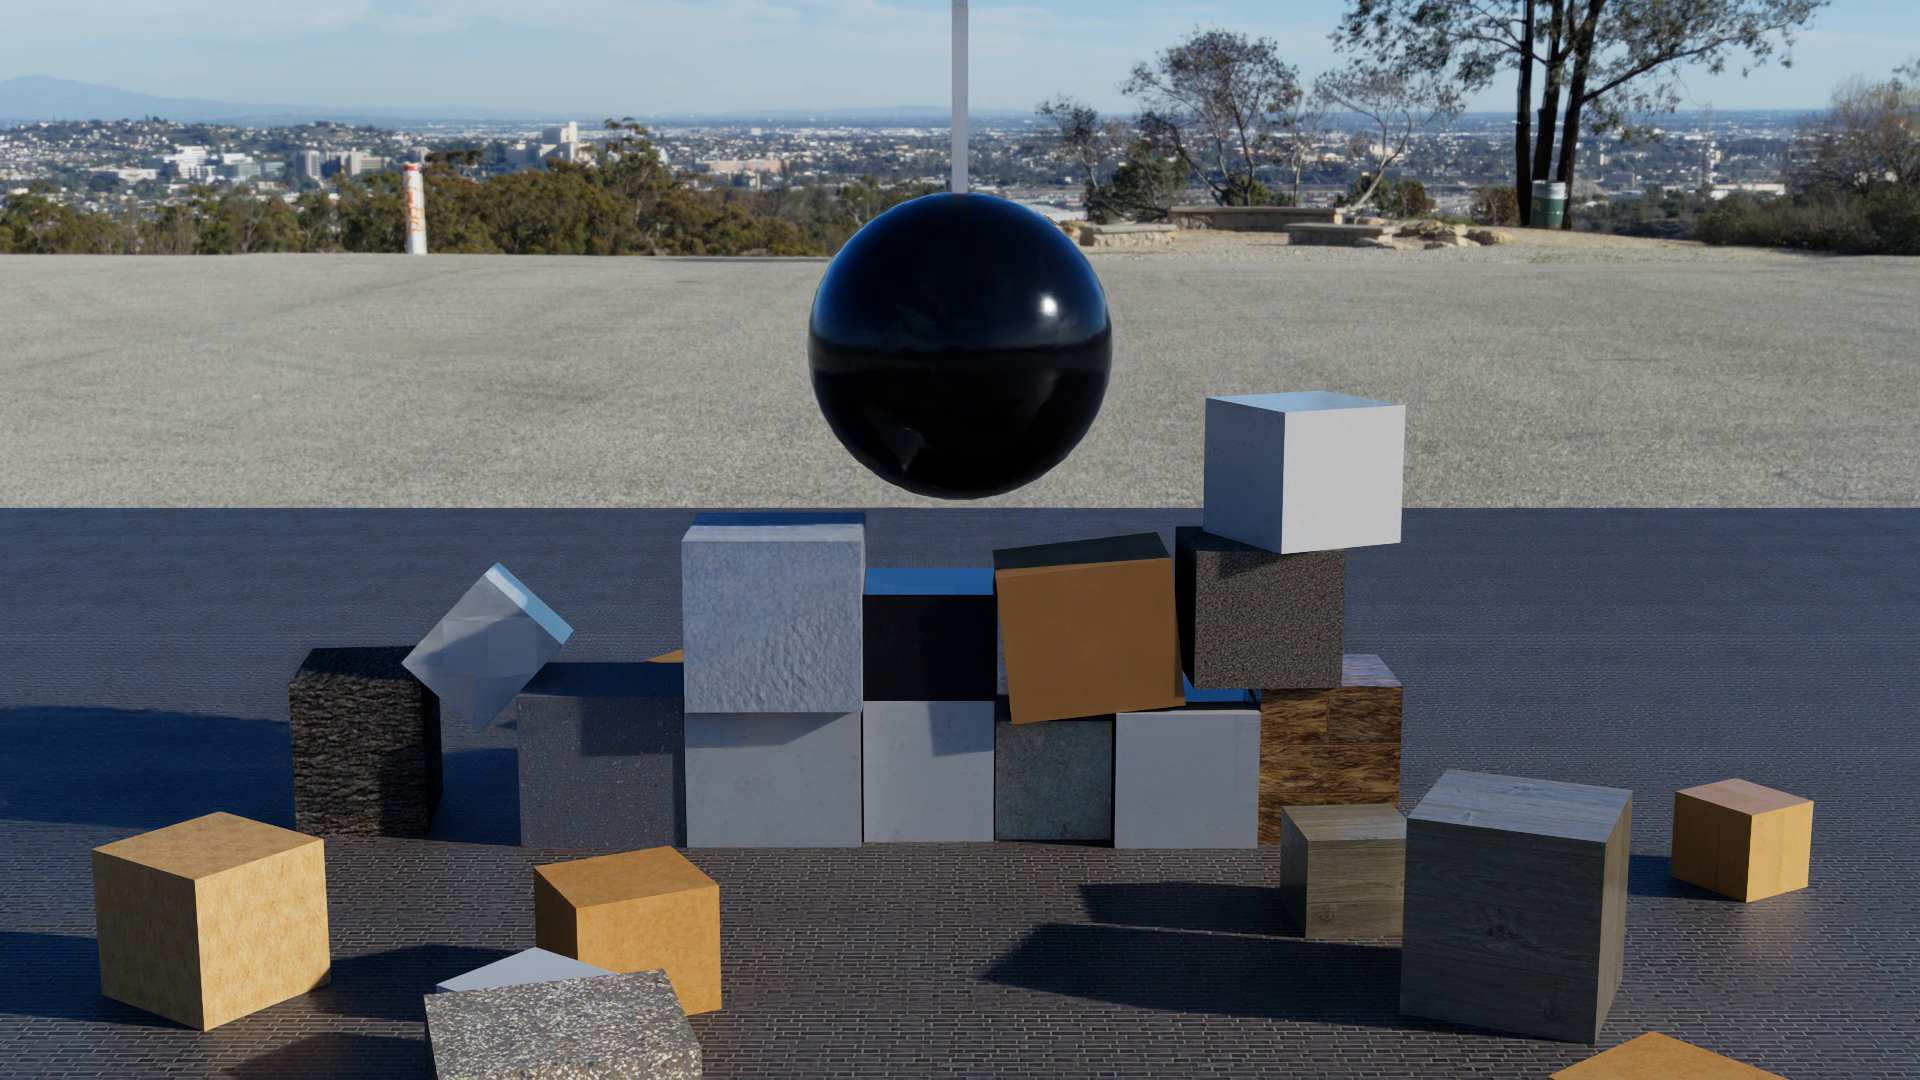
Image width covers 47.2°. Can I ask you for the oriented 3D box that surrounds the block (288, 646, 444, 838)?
[{"bbox_3d":[-3.098,1.046,11.530,0.650,0.818,0.785,-1,10,-7],"label":"block"}]

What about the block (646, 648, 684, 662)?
[{"bbox_3d":[-1.601,0.929,13.182,0.390,0.457,0.395,6,12,31],"label":"block"}]

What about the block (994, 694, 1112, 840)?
[{"bbox_3d":[0.474,1.169,11.407,0.585,0.619,0.554,0,10,0],"label":"block"}]

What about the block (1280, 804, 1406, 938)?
[{"bbox_3d":[1.778,1.503,10.038,0.519,0.451,0.517,-1,10,-5],"label":"block"}]

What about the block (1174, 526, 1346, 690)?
[{"bbox_3d":[1.513,0.332,11.215,0.738,0.694,0.725,0,10,-3],"label":"block"}]

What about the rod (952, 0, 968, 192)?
[{"bbox_3d":[0.000,-4.297,10.597,0.080,5.200,0.080,0,15,0],"label":"rod"}]

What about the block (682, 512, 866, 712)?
[{"bbox_3d":[-0.926,0.353,11.172,0.872,0.858,0.836,0,10,-1],"label":"block"}]

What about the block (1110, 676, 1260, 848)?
[{"bbox_3d":[1.135,1.136,11.378,0.716,0.695,0.799,0,10,0],"label":"block"}]

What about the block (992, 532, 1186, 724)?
[{"bbox_3d":[0.647,0.438,11.255,0.868,0.747,0.762,-6,10,1],"label":"block"}]

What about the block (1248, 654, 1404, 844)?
[{"bbox_3d":[1.856,1.072,11.378,0.707,0.820,0.687,0,10,0],"label":"block"}]

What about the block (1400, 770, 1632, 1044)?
[{"bbox_3d":[2.300,1.487,9.071,0.773,0.829,0.764,5,11,24],"label":"block"}]

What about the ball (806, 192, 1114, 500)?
[{"bbox_3d":[0.000,-1.007,11.455,1.600,1.600,1.600,0,10,0],"label":"ball"}]

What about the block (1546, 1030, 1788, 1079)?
[{"bbox_3d":[2.288,1.998,6.972,0.577,0.575,0.633,-8,13,-38],"label":"block"}]

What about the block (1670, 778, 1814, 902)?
[{"bbox_3d":[3.737,1.429,10.519,0.433,0.424,0.449,-6,12,-31],"label":"block"}]

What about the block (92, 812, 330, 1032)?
[{"bbox_3d":[-3.115,1.570,9.166,0.679,0.631,0.631,7,12,34],"label":"block"}]

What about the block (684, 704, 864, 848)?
[{"bbox_3d":[-0.937,1.118,11.391,0.874,0.725,0.805,0,10,0],"label":"block"}]

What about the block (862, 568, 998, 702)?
[{"bbox_3d":[-0.152,0.477,11.308,0.672,0.545,0.692,0,10,0],"label":"block"}]

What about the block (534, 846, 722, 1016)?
[{"bbox_3d":[-1.374,1.639,9.069,0.599,0.531,0.572,-5,12,-27],"label":"block"}]

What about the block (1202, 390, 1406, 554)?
[{"bbox_3d":[1.731,-0.358,11.130,0.714,0.693,0.716,-5,11,-26],"label":"block"}]

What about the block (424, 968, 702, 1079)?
[{"bbox_3d":[-1.302,1.899,7.189,0.808,0.692,0.707,-3,11,-17],"label":"block"}]

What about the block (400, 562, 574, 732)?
[{"bbox_3d":[-2.429,0.547,11.350,0.532,0.617,0.506,43,3,-7],"label":"block"}]

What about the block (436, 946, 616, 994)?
[{"bbox_3d":[-1.609,1.845,8.227,0.460,0.426,0.484,8,13,37],"label":"block"}]

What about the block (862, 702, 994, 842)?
[{"bbox_3d":[-0.164,1.113,11.391,0.655,0.735,0.627,0,10,-1],"label":"block"}]

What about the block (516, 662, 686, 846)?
[{"bbox_3d":[-1.793,1.096,11.367,0.831,0.776,0.737,0,10,0],"label":"block"}]
